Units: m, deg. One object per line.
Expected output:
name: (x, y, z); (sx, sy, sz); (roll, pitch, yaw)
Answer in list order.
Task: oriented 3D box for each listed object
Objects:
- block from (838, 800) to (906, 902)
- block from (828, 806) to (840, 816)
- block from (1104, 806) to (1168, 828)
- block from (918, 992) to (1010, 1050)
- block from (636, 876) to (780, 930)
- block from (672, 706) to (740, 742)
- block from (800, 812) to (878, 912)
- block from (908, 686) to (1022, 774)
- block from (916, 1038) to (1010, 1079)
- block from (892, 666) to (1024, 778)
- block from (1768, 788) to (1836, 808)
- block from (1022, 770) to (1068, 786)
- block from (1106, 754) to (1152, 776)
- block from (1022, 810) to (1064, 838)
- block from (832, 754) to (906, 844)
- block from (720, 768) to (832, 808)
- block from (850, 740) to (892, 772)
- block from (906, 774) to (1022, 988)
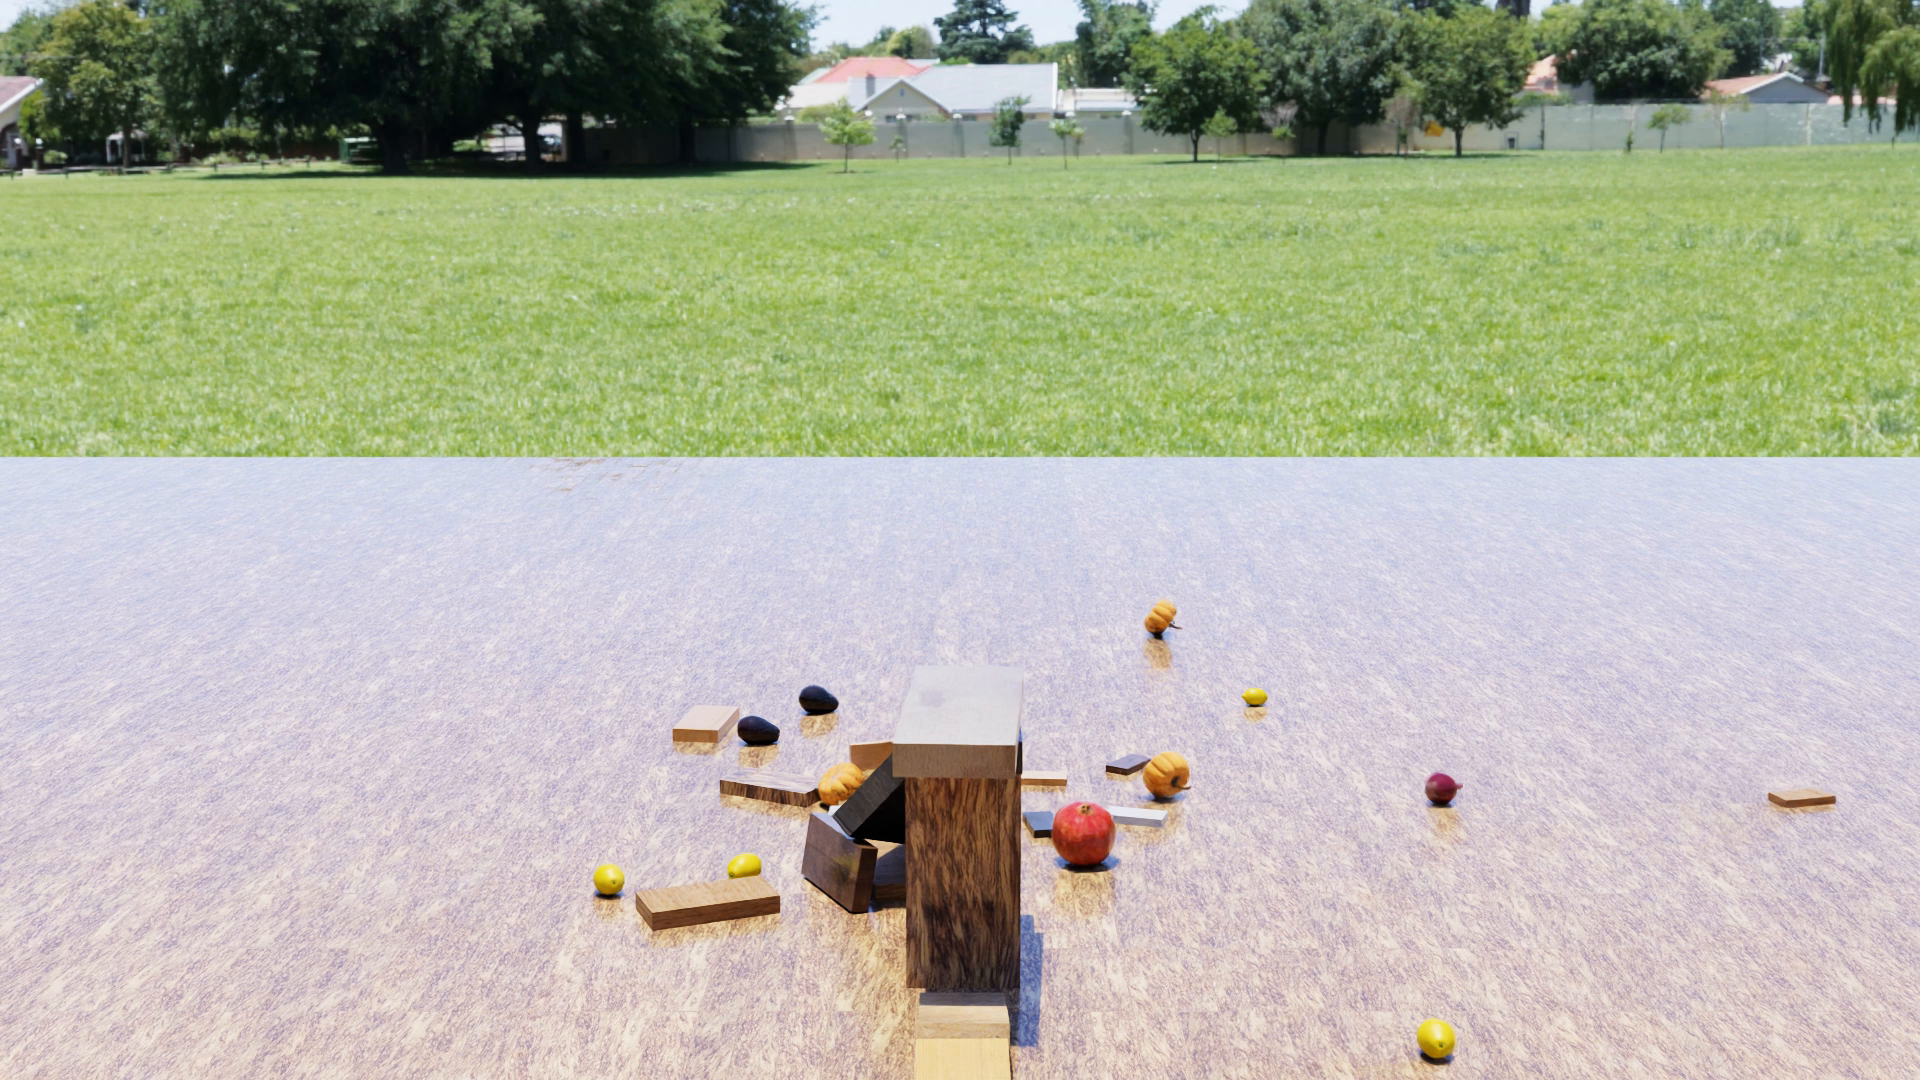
block: (-0.131, 0.539, 3.861); (0.107, 0.030, 0.471); (-2, 11, -11)
block: (-0.182, 0.496, 3.968); (0.108, 0.015, 0.054); (0, 11, 1)
block: (0.324, 0.510, 4.055); (0.109, 0.015, 0.054); (3, 11, 17)
block: (0.004, 0.663, 3.038); (0.121, 0.034, 0.242); (0, -2, -1)
block: (-0.411, 0.591, 3.583); (0.213, 0.030, 0.107); (-4, 11, -22)
block: (-0.538, 0.390, 4.671); (0.097, 0.027, 0.193); (1, 11, 8)
block: (-0.202, 0.535, 3.663); (0.030, 0.107, 0.213); (6, 7, -28)
block: (0.005, 0.283, 3.335); (0.169, 0.048, 0.338); (0, 11, 0)
block: (0.004, 0.700, 2.798); (0.121, 0.034, 0.242); (0, 11, -1)
block: (0.003, 0.260, 3.202); (0.167, 0.047, 0.444); (1, 11, 3)
block: (1.596, 0.489, 4.170); (0.109, 0.015, 0.054); (-3, 11, -16)
block: (0.159, 0.466, 4.298); (0.100, 0.014, 0.050); (1, 11, 5)
block: (0.338, 0.449, 4.392); (0.050, 0.014, 0.100); (7, 13, 35)
block: (0.151, 0.519, 4.010); (0.054, 0.015, 0.108); (-2, 11, -10)
block: (-0.071, 0.436, 3.717); (0.047, 0.167, 0.334); (48, 10, 24)
block: (-0.353, 0.474, 4.220); (0.194, 0.027, 0.097); (6, 12, 28)
block: (-0.167, 0.429, 4.386); (0.109, 0.054, 0.015); (-3, 11, -18)
block: (0.005, 0.494, 3.256); (0.169, 0.338, 0.048); (0, 11, 0)
